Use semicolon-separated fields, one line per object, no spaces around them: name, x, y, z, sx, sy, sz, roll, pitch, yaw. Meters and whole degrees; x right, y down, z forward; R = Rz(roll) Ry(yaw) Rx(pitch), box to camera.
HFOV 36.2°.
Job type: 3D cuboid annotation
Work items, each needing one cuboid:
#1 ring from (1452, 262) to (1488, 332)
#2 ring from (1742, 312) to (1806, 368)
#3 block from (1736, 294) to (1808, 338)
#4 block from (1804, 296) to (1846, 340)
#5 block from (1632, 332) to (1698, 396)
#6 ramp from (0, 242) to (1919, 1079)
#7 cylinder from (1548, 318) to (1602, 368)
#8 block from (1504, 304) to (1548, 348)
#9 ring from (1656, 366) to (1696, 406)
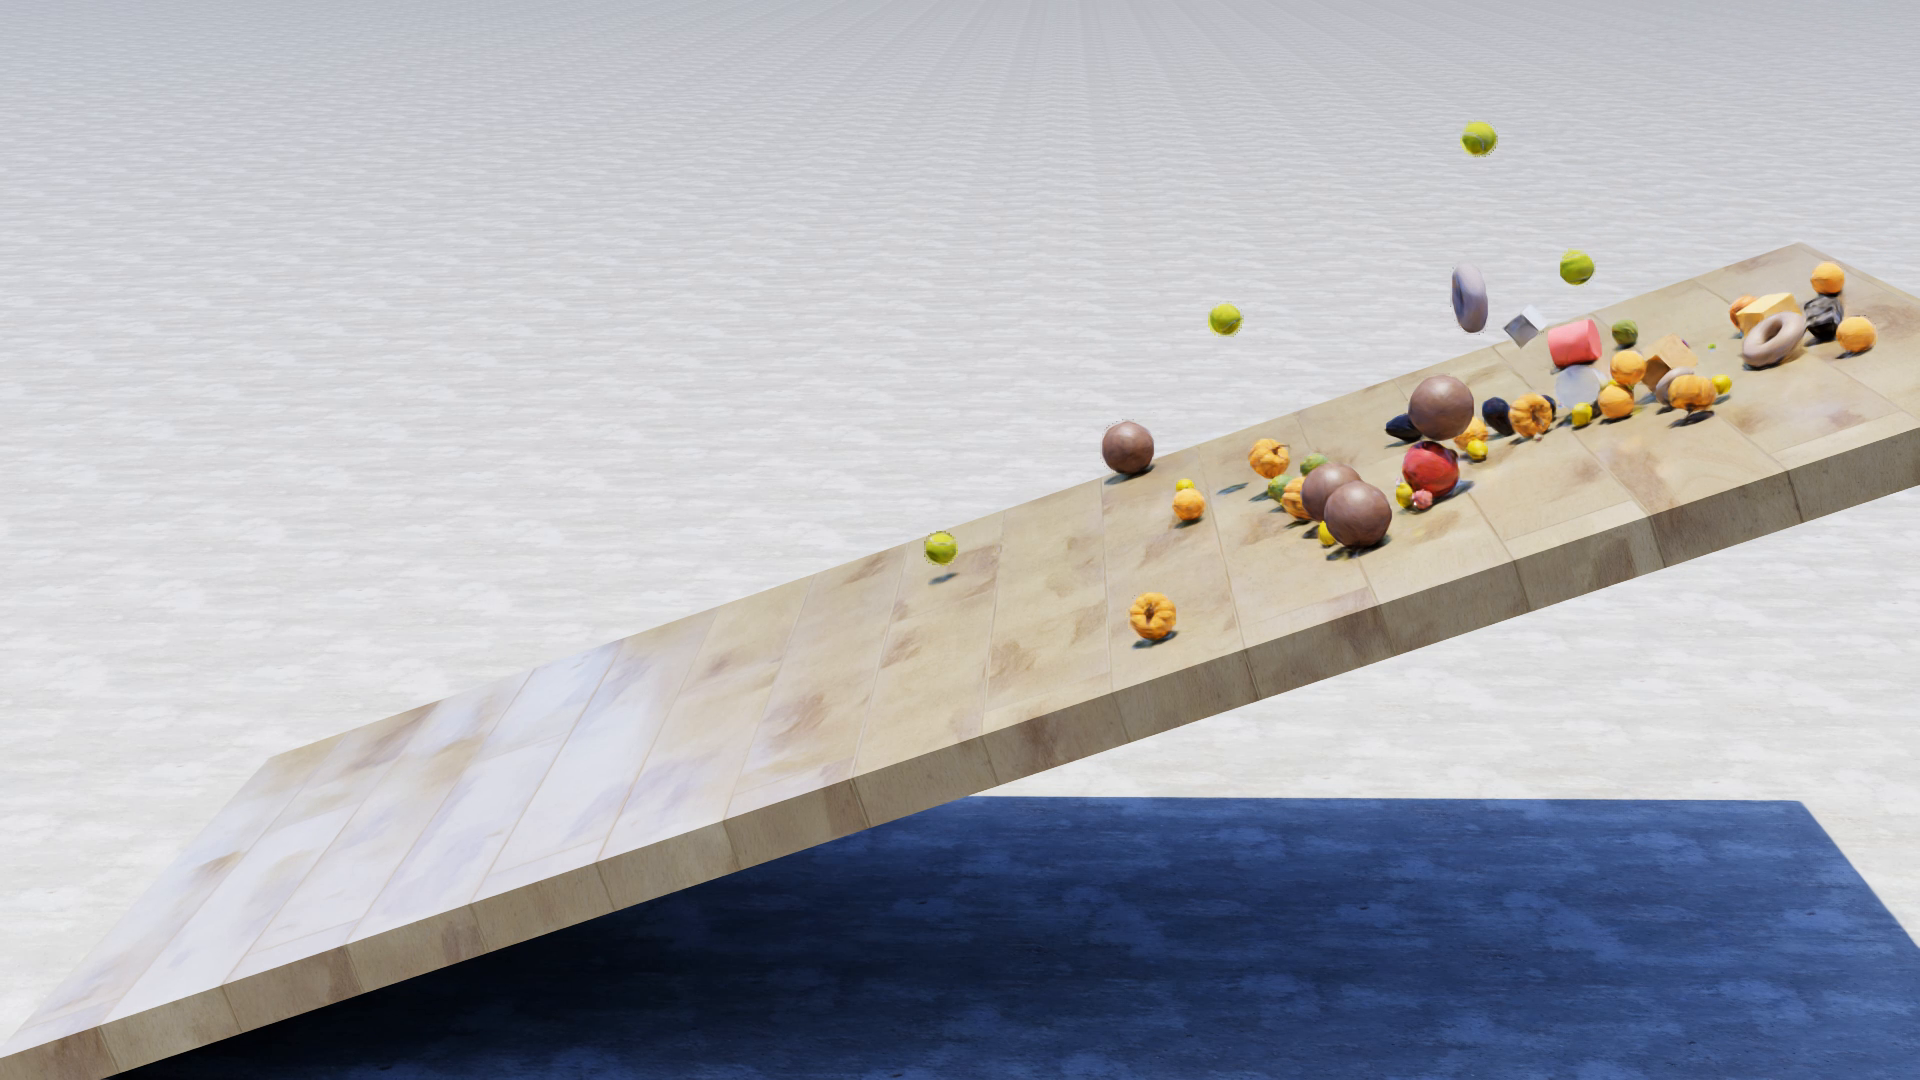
ring;1.070;-0.509;6.177;0.050;0.150;0.150;-9;13;-3
ring;1.653;-0.407;5.978;0.143;0.048;0.143;-39;19;16
block;1.683;-0.452;6.098;0.087;0.087;0.087;-31;14;-19
block;1.765;-0.454;6.003;0.060;0.060;0.060;-12;-28;35
block;1.441;-0.359;6.013;0.080;0.080;0.080;-48;9;-35
ramp;0.110;0.179;6.302;4.000;0.100;2.000;-19;11;6
cylinder;1.377;-0.440;6.589;0.092;0.092;0.092;-14;5;28
block;1.191;-0.452;6.193;0.057;0.057;0.057;-43;-1;38
ring;1.433;-0.308;5.892;0.093;0.093;0.031;-8;45;-34
